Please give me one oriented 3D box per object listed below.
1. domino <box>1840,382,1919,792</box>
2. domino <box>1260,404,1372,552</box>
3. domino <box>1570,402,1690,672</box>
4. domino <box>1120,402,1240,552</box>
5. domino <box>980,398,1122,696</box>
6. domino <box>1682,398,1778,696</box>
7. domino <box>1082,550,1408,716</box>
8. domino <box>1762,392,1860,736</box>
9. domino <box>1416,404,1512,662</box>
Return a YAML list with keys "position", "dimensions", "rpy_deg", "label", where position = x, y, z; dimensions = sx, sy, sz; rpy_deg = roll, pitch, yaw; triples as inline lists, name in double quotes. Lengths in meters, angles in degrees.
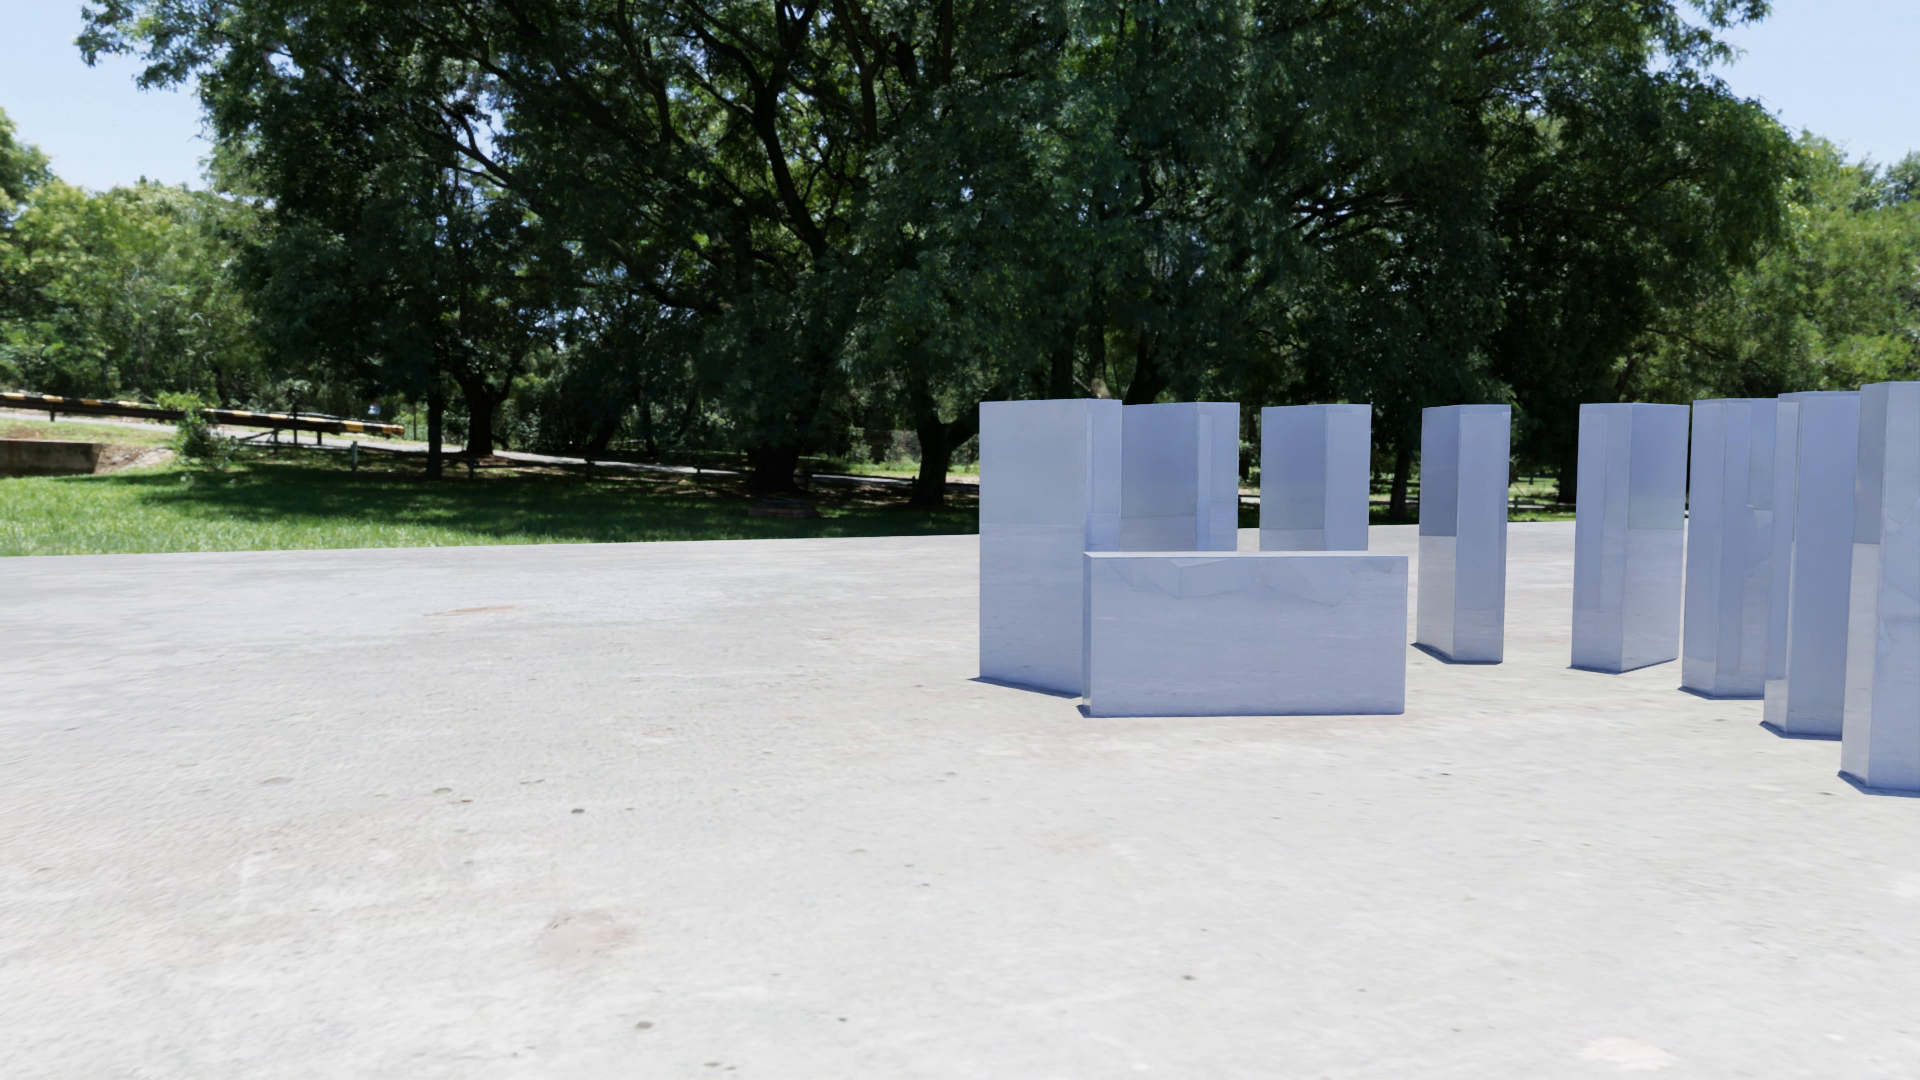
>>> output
- position: [0.126, 0.006, 0.158]
  dimensions: [0.025, 0.050, 0.009]
  rpy_deg: [1, 4, 17]
  label: "domino"
- position: [0.071, -0.002, 0.257]
  dimensions: [0.009, 0.050, 0.025]
  rpy_deg: [-1, 4, -16]
  label: "domino"
- position: [0.130, -0.001, 0.249]
  dimensions: [0.025, 0.050, 0.010]
  rpy_deg: [-3, 6, -39]
  label: "domino"
- position: [0.041, -0.001, 0.246]
  dimensions: [0.009, 0.050, 0.025]
  rpy_deg: [-2, 5, -28]
  label: "domino"
- position: [0.016, 0.000, 0.227]
  dimensions: [0.010, 0.050, 0.025]
  rpy_deg: [-4, 6, -44]
  label: "domino"
- position: [0.139, 0.001, 0.219]
  dimensions: [0.025, 0.050, 0.010]
  rpy_deg: [0, 4, -1]
  label: "domino"
- position: [0.045, 0.015, 0.206]
  dimensions: [0.050, 0.025, 0.010]
  rpy_deg: [0, 4, -3]
  label: "domino"
- position: [0.135, 0.003, 0.188]
  dimensions: [0.025, 0.050, 0.010]
  rpy_deg: [1, 4, 14]
  label: "domino"
- position: [0.102, -0.002, 0.261]
  dimensions: [0.010, 0.050, 0.025]
  rpy_deg: [0, 4, 4]
  label: "domino"
